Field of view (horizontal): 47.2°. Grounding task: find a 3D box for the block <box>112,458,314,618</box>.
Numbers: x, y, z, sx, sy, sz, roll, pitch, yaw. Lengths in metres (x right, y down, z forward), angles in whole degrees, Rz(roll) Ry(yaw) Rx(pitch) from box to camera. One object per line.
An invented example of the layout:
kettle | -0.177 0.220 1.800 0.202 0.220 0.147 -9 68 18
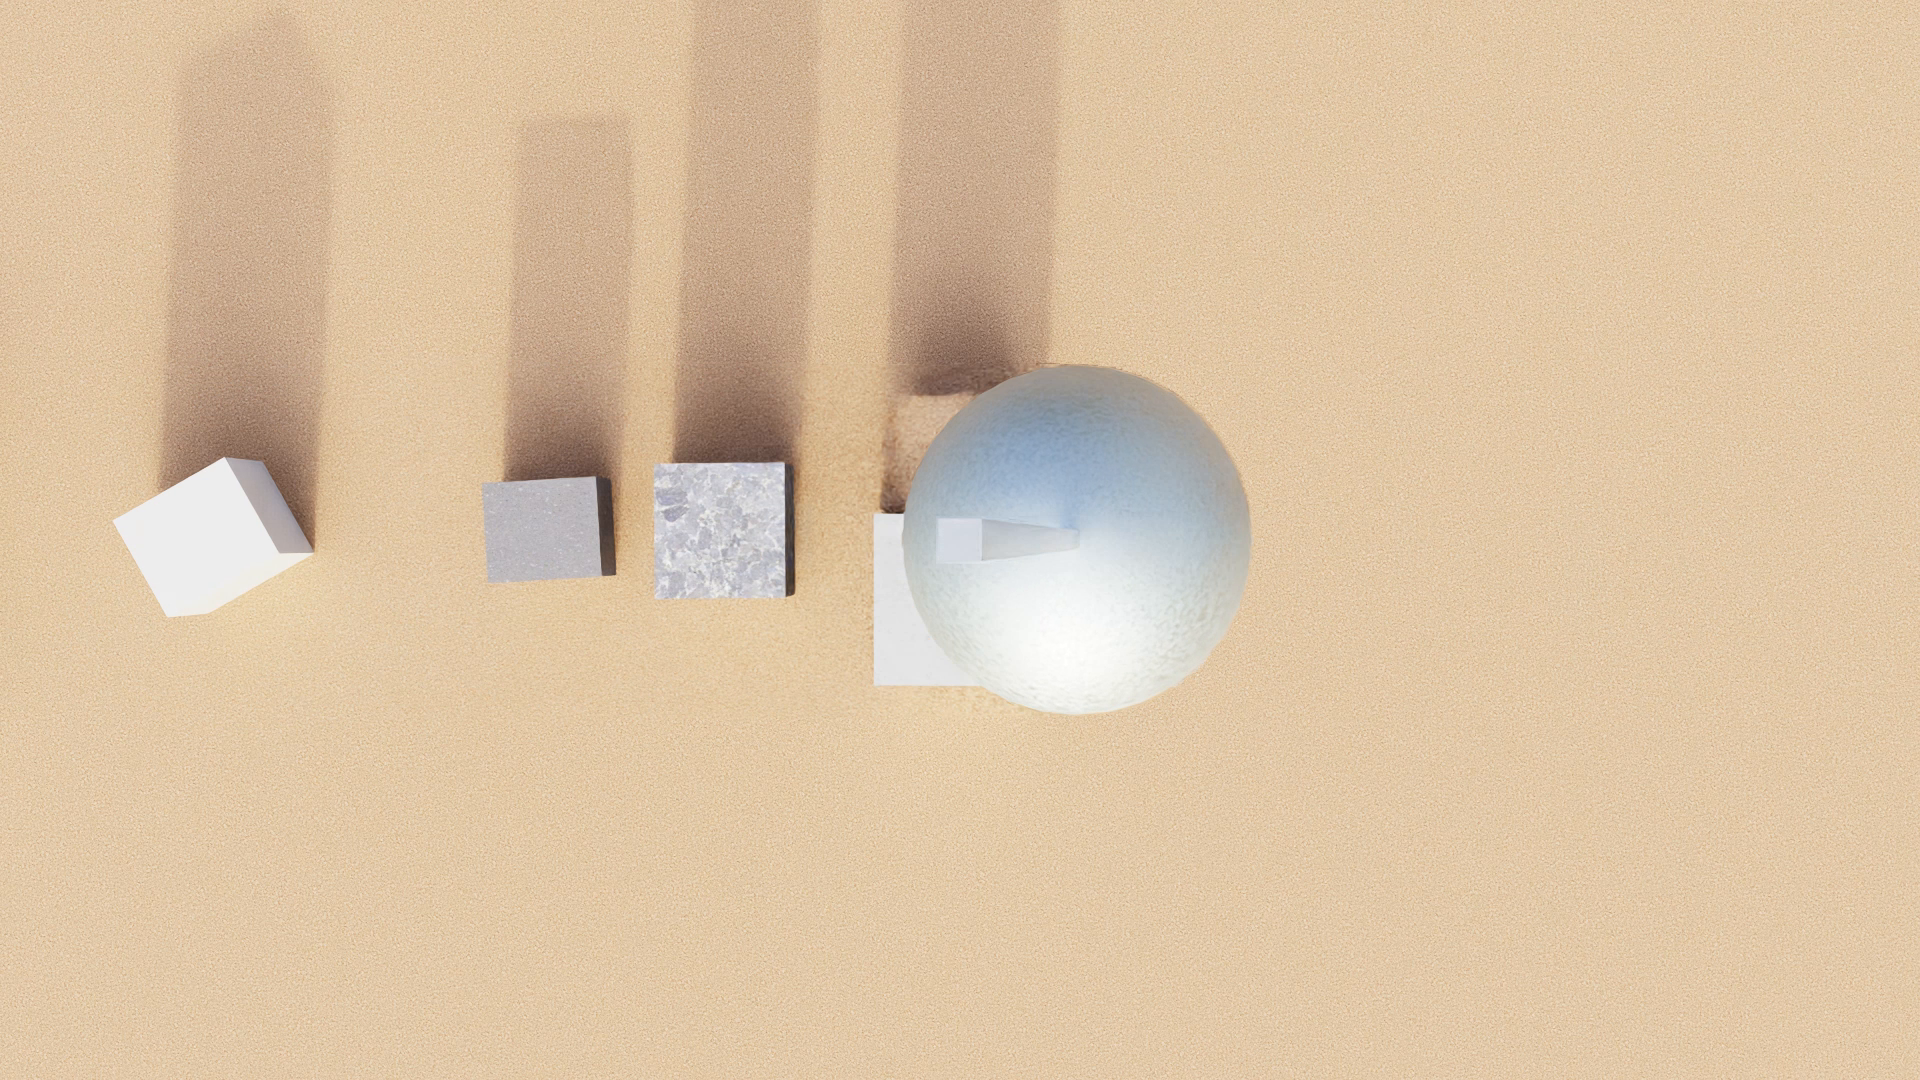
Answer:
block | -4.283 -0.015 12.663 0.722 0.674 0.623 -30 90 0

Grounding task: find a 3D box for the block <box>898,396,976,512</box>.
block | 0.003 -0.485 12.710 0.708 0.580 0.652 0 90 0

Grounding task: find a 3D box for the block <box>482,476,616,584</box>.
block | -2.370 -0.057 12.731 0.647 0.539 0.569 -3 90 0

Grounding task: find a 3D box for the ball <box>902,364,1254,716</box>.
ball | 0.532 0.000 10.049 1.600 1.600 1.600 0 90 0

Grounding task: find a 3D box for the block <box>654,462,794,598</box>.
block | -1.344 -0.052 12.646 0.729 0.709 0.756 -1 90 0

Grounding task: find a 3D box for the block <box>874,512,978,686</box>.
block | -0.026 0.330 12.607 0.904 0.787 0.960 0 90 0

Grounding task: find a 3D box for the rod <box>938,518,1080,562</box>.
rod | 0.231 0.000 6.662 0.080 5.200 0.080 0 90 5
